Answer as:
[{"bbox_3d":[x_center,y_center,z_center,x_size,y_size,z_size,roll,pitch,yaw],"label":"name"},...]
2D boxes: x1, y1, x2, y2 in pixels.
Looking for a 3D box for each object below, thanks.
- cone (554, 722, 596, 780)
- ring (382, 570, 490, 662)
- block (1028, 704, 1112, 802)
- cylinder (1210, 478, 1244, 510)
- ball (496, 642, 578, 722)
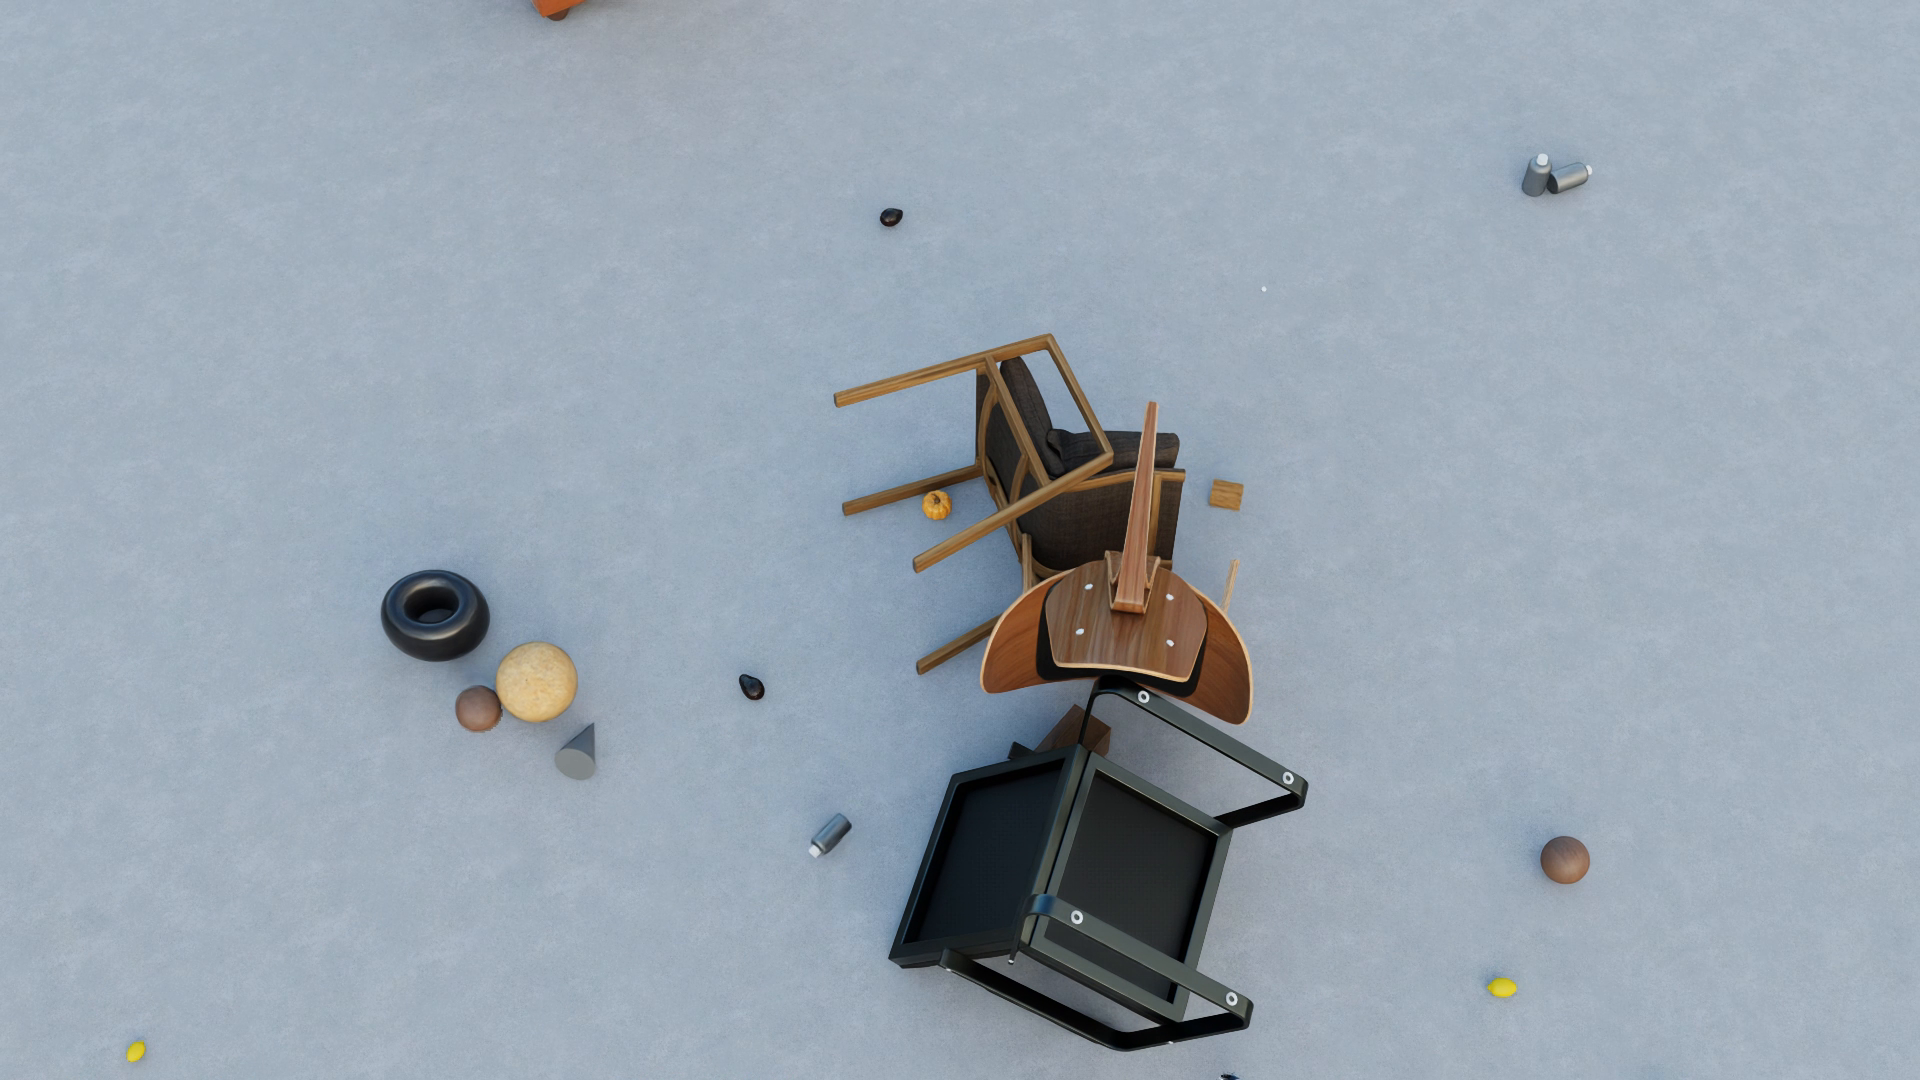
[{"bbox_3d":[-1.051,0.568,6.159,0.119,0.116,0.177,44,33,-21],"label":"cone"},{"bbox_3d":[-1.510,0.217,6.329,0.311,0.169,0.265,6,58,2],"label":"ring"},{"bbox_3d":[0.304,0.591,6.094,0.124,0.138,0.206,33,62,20],"label":"block"},{"bbox_3d":[0.804,-0.137,6.624,0.093,0.082,0.043,11,18,7],"label":"cylinder"},{"bbox_3d":[-1.187,0.398,6.169,0.228,0.228,0.228,0,56,0],"label":"ball"}]
